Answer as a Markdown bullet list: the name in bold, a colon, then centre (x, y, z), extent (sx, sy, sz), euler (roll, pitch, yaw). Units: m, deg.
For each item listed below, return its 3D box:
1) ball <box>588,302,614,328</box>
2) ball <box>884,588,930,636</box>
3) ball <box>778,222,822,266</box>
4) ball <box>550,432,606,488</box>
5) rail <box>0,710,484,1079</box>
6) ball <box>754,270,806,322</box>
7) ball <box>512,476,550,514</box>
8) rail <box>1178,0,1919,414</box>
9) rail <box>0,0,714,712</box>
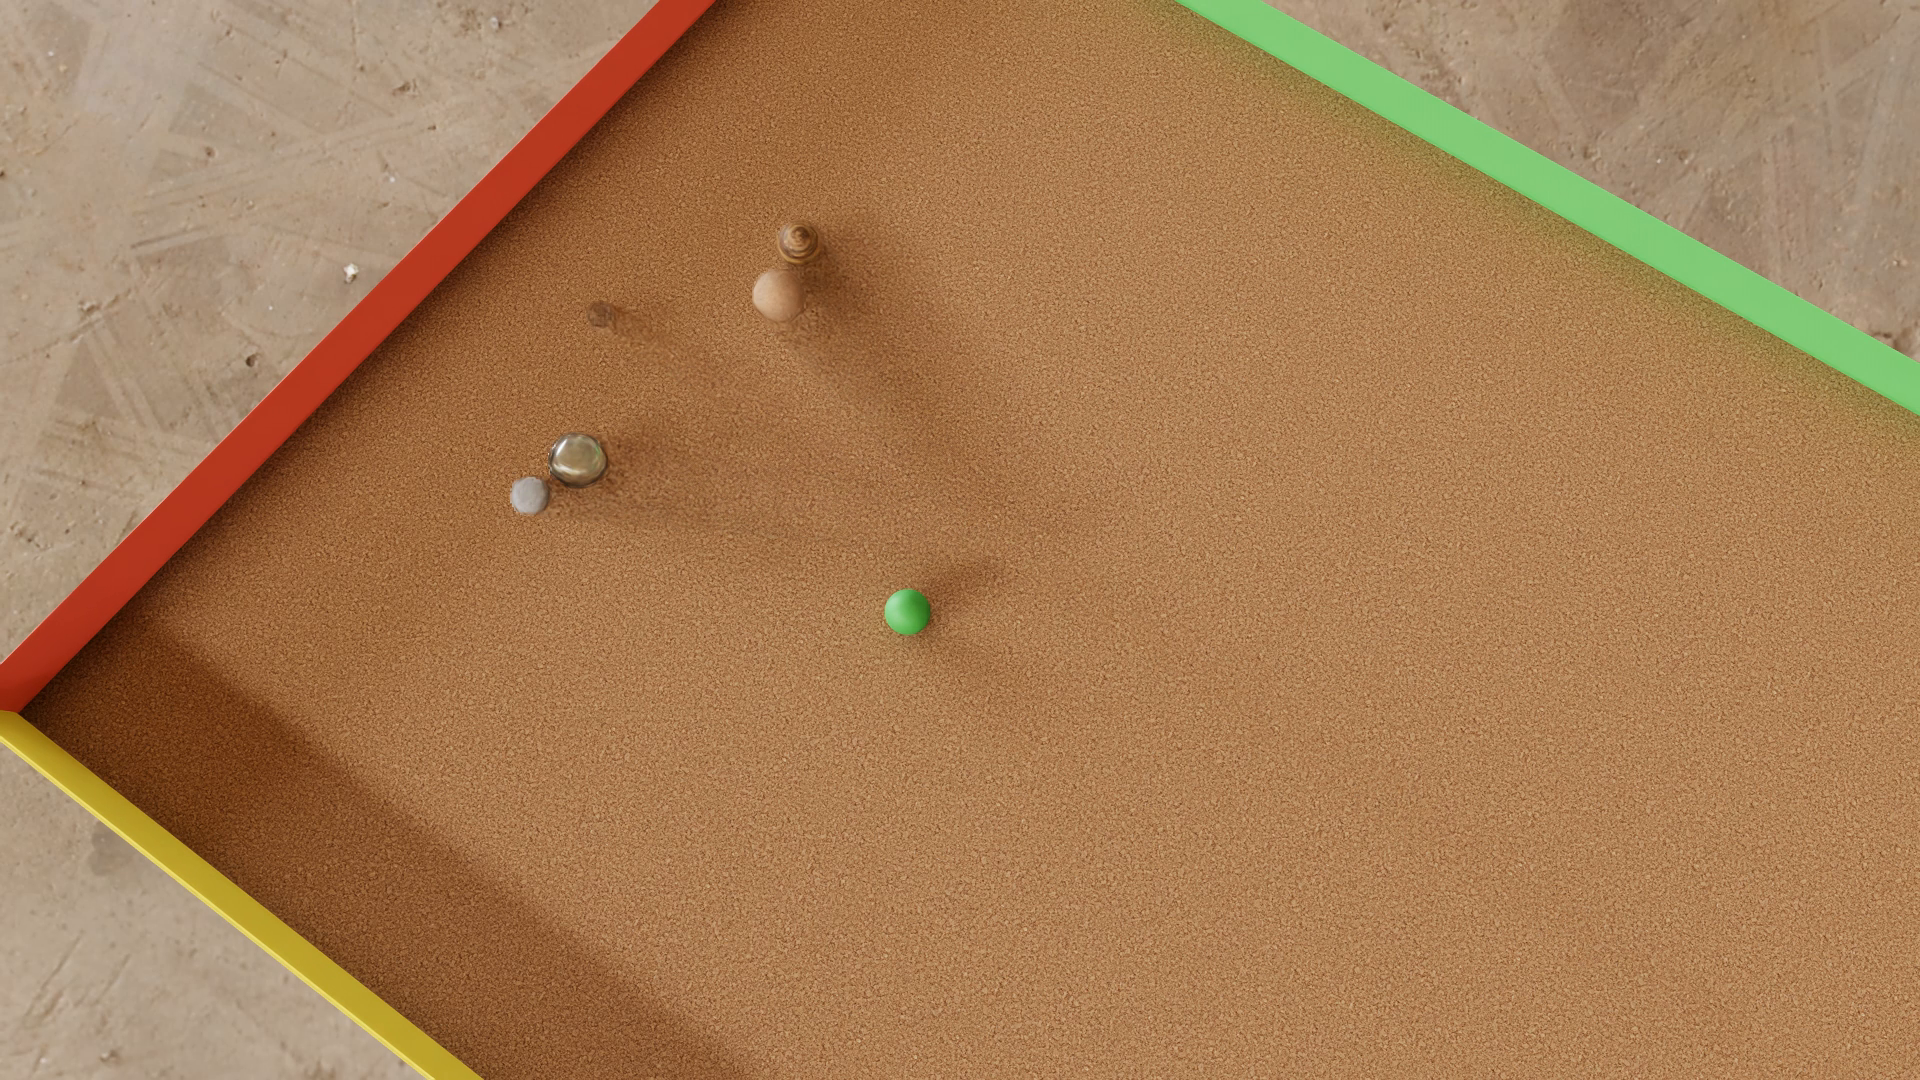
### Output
- **ball**: centre (-0.621, -0.388, 3.799), extent (0.045, 0.045, 0.045), euler (0, 64, 0)
- **ball**: centre (-0.084, 0.116, 3.538), extent (0.074, 0.074, 0.074), euler (0, 64, 0)
- **ball**: centre (-0.280, -0.519, 3.846), extent (0.076, 0.076, 0.076), euler (0, 64, 0)
- **ball**: centre (-0.633, -0.132, 3.649), extent (0.092, 0.092, 0.092), euler (0, 64, 0)
- **rail**: centre (0.182, 1.377, 2.898), extent (4.218, 0.120, 0.045), euler (33, 68, 15)
- **ball**: centre (-0.311, -0.421, 3.792), extent (0.089, 0.089, 0.089), euler (0, 64, 0)
- **ball**: centre (-0.710, -0.073, 3.637), extent (0.062, 0.062, 0.062), euler (0, 64, 0)
- **rail**: centre (1.524, -0.285, 3.707), extent (4.218, 0.120, 0.045), euler (33, 68, 15)
- **rail**: centre (-0.834, -0.556, 3.839), extent (0.045, 0.120, 2.332), euler (33, 68, 15)
